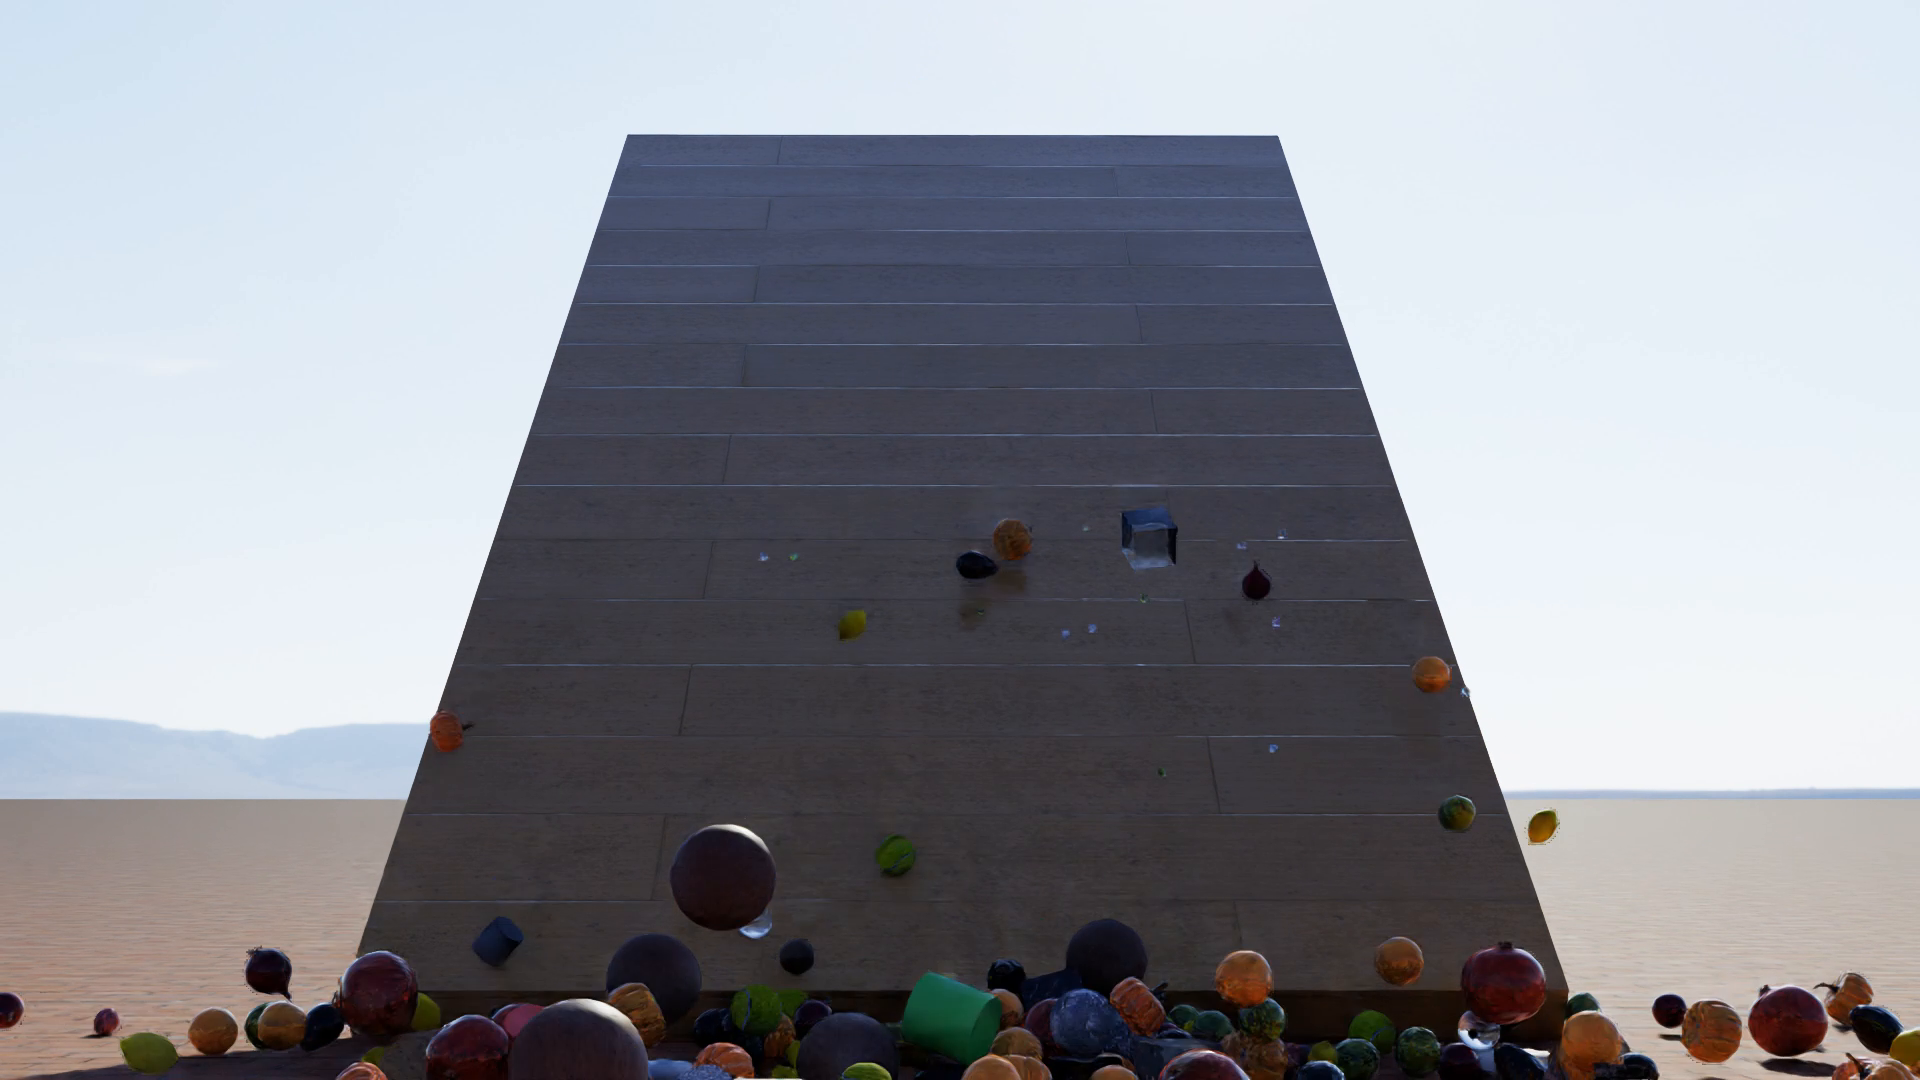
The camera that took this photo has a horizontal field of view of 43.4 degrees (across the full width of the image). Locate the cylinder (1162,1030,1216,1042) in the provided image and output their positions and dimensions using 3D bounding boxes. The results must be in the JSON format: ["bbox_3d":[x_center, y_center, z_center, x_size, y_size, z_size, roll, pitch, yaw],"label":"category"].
[{"bbox_3d":[0.315,0.716,3.322,0.073,0.073,0.073,0,-6,0],"label":"cylinder"}]

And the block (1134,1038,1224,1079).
[{"bbox_3d":[0.279,0.685,3.082,0.084,0.084,0.084,2,-6,-22],"label":"block"}]

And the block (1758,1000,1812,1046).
[{"bbox_3d":[1.335,0.781,3.899,0.064,0.064,0.064,-4,-7,36],"label":"block"}]

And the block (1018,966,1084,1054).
[{"bbox_3d":[0.151,0.724,3.712,0.093,0.093,0.093,-15,-24,-1],"label":"block"}]

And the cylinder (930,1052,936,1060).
[{"bbox_3d":[-0.066,0.751,3.618,0.055,0.055,0.055,4,-4,-32],"label":"cylinder"}]

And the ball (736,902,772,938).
[{"bbox_3d":[-0.344,0.638,4.044,0.060,0.060,0.060,0,-6,0],"label":"ball"}]

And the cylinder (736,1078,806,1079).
[{"bbox_3d":[-0.217,0.652,2.742,0.078,0.078,0.078,-1,-6,9],"label":"cylinder"}]

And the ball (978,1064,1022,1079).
[{"bbox_3d":[0.051,0.697,3.073,0.058,0.058,0.058,0,-6,0],"label":"ball"}]

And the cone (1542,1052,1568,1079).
[{"bbox_3d":[0.730,0.671,2.954,0.085,0.085,0.085,0,-6,0],"label":"cone"}]

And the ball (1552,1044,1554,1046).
[{"bbox_3d":[0.861,0.732,3.413,0.052,0.052,0.052,0,-6,0],"label":"ball"}]

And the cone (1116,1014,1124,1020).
[{"bbox_3d":[0.250,0.781,3.736,0.066,0.066,0.066,4,19,-33],"label":"cone"}]

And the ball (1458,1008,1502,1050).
[{"bbox_3d":[0.741,0.698,3.440,0.060,0.060,0.060,0,-6,0],"label":"ball"}]

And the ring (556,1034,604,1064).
[{"bbox_3d":[-0.593,0.765,3.630,0.113,0.038,0.113,2,-6,0],"label":"ring"}]

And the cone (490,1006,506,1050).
[{"bbox_3d":[-0.721,0.754,3.781,0.065,0.065,0.065,-18,26,9],"label":"cone"}]

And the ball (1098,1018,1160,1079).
[{"bbox_3d":[0.236,0.710,3.347,0.090,0.090,0.090,0,-6,0],"label":"ball"}]

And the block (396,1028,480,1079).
[{"bbox_3d":[-0.701,0.703,3.242,0.079,0.079,0.079,-5,-6,41],"label":"block"}]

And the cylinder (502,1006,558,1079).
[{"bbox_3d":[-0.558,0.653,3.128,0.069,0.069,0.069,6,28,-3],"label":"cylinder"}]

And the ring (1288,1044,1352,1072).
[{"bbox_3d":[0.521,0.752,3.499,0.094,0.031,0.094,6,-12,1],"label":"ring"}]

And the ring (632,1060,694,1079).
[{"bbox_3d":[-0.411,0.741,3.353,0.089,0.030,0.089,1,-6,0],"label":"ring"}]

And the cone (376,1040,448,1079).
[{"bbox_3d":[-0.724,0.716,3.168,0.091,0.091,0.091,2,-33,-18],"label":"cone"}]

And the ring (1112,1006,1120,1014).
[{"bbox_3d":[0.196,0.764,3.826,0.132,0.044,0.132,9,20,-3],"label":"ring"}]

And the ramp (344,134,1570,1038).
[{"bbox_3d":[-0.013,-0.212,5.699,2.000,0.100,4.000,0,30,0],"label":"ramp"}]

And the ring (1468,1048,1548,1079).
[{"bbox_3d":[0.774,0.736,3.367,0.129,0.043,0.129,0,-8,0],"label":"ring"}]

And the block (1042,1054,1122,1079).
[{"bbox_3d":[0.153,0.685,3.017,0.071,0.071,0.071,-5,-8,38],"label":"block"}]

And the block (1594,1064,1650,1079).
[{"bbox_3d":[0.791,0.665,2.880,0.064,0.064,0.064,-2,-26,15],"label":"block"}]

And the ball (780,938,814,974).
[{"bbox_3d":[-0.268,0.685,3.963,0.058,0.058,0.058,0,-6,0],"label":"ball"}]

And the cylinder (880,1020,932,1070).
[{"bbox_3d":[-0.077,0.744,3.549,0.064,0.064,0.064,8,-4,14],"label":"cylinder"}]

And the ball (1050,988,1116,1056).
[{"bbox_3d":[0.164,0.643,3.218,0.089,0.089,0.089,0,-6,0],"label":"ball"}]

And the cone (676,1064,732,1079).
[{"bbox_3d":[-0.285,0.680,2.834,0.096,0.096,0.096,-3,-33,24],"label":"cone"}]

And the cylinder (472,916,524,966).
[{"bbox_3d":[-0.762,0.661,3.973,0.059,0.059,0.059,41,10,-9],"label":"cylinder"}]

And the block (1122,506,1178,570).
[{"bbox_3d":[0.403,-0.004,5.141,0.093,0.093,0.093,-6,30,-11],"label":"block"}]

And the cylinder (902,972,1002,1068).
[{"bbox_3d":[-0.010,0.614,3.091,0.095,0.095,0.095,17,1,23],"label":"cylinder"}]
